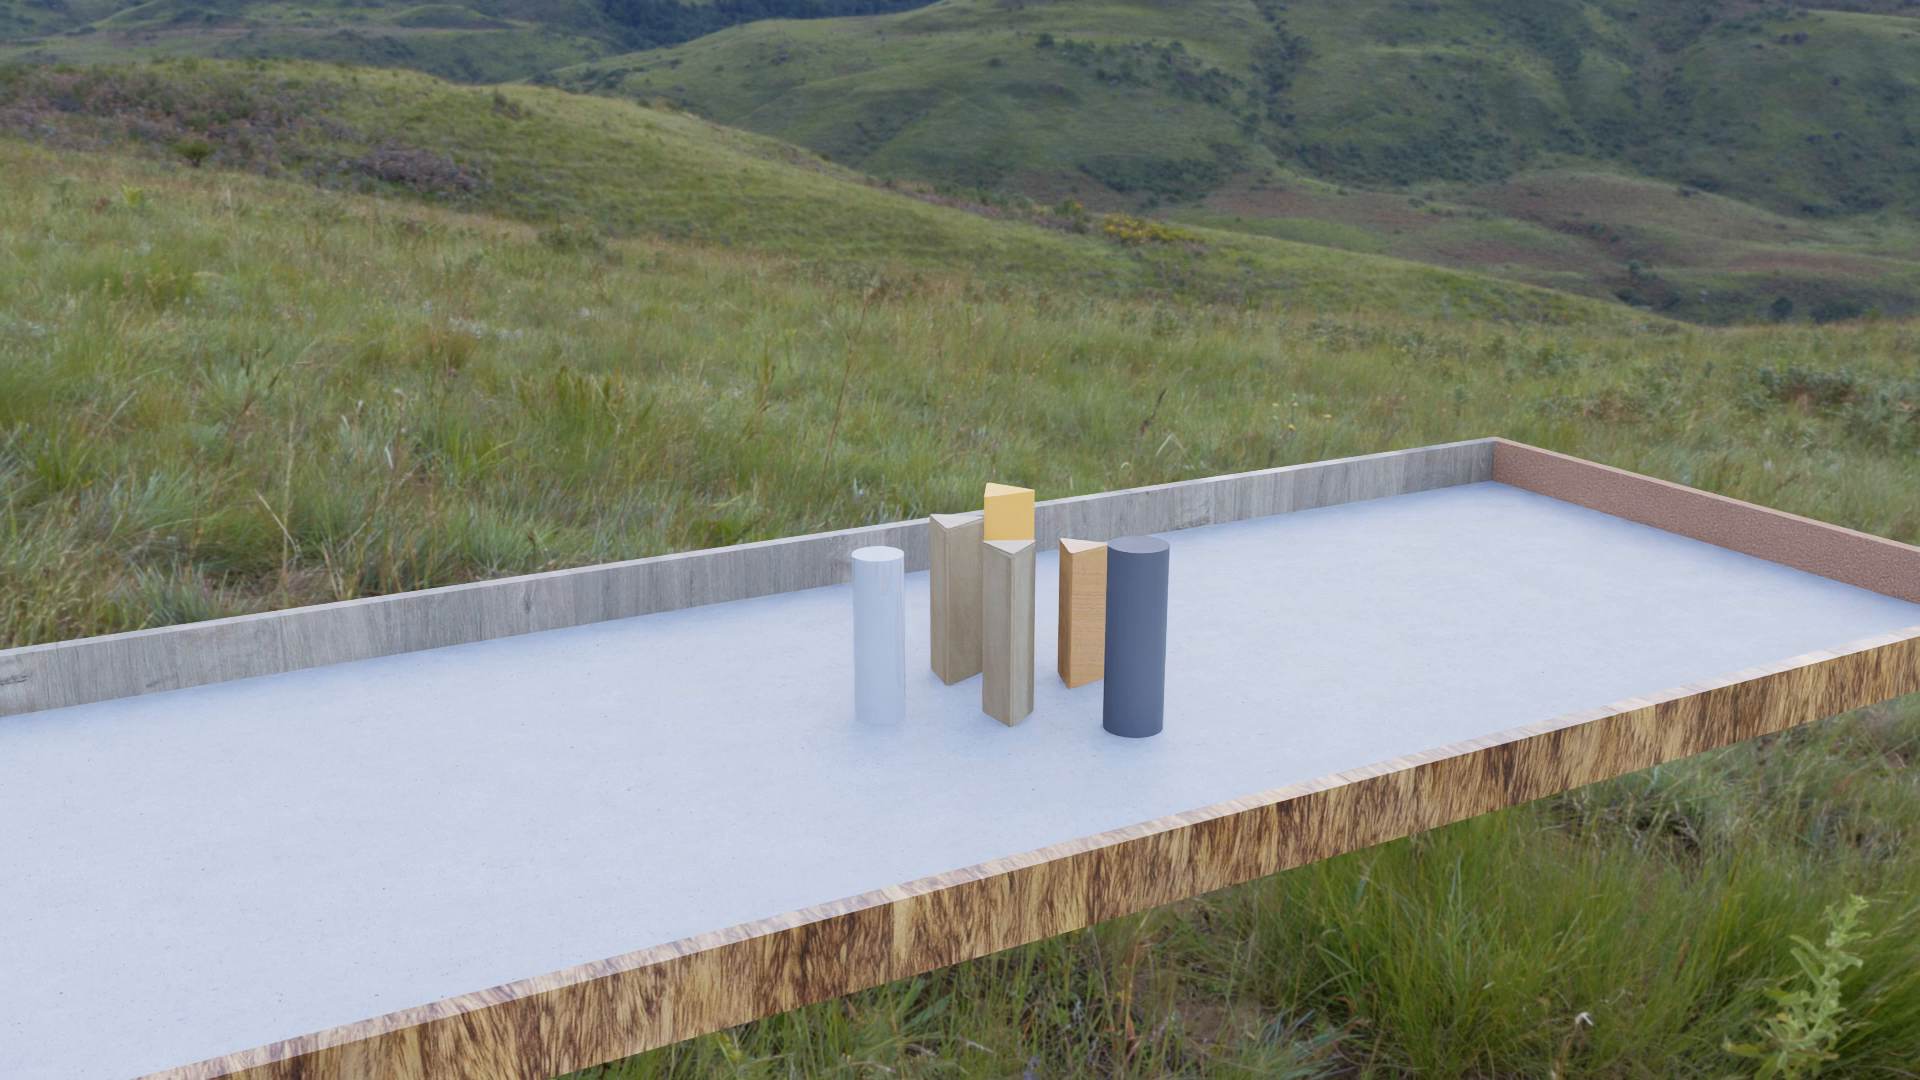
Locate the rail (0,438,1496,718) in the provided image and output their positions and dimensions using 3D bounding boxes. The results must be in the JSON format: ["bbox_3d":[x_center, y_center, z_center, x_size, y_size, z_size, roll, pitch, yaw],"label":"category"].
[{"bbox_3d":[-3.305,0.497,3.399,12.000,0.150,0.050,-9,18,-27],"label":"rail"}]

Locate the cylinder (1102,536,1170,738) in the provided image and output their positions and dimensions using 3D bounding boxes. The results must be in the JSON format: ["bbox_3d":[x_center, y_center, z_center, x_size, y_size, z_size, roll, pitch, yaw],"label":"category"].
[{"bbox_3d":[0.405,0.223,3.807,0.141,0.445,0.141,0,16,0],"label":"cylinder"}]

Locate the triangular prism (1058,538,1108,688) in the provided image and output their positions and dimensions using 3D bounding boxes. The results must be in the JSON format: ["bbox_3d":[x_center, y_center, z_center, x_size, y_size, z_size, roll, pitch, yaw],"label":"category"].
[{"bbox_3d":[0.286,0.177,4.126,0.129,0.353,0.112,-12,20,-36],"label":"triangular prism"}]

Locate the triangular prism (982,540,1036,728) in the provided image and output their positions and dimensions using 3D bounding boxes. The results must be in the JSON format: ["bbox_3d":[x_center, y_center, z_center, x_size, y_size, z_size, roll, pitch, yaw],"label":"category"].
[{"bbox_3d":[0.131,0.213,3.878,0.105,0.425,0.121,-10,19,-32],"label":"triangular prism"}]

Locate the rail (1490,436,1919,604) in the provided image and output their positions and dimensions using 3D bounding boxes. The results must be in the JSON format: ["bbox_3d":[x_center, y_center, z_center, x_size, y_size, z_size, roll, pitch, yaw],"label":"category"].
[{"bbox_3d":[2.466,-0.048,5.253,0.050,0.150,2.100,-9,18,-27],"label":"rail"}]

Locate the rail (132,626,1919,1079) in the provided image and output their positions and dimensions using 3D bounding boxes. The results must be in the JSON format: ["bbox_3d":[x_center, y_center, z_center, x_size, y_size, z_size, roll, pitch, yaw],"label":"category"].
[{"bbox_3d":[-2.336,1.006,1.665,12.000,0.150,0.050,-9,18,-27],"label":"rail"}]

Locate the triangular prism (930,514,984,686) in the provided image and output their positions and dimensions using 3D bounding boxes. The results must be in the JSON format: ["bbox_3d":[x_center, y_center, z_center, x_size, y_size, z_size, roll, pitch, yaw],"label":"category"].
[{"bbox_3d":[-0.030,0.143,4.145,0.117,0.409,0.135,14,21,39],"label":"triangular prism"}]

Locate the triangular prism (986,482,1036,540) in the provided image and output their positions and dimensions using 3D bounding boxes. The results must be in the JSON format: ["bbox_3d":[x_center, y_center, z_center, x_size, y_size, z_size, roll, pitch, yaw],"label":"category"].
[{"bbox_3d":[0.102,0.067,4.379,0.145,0.422,0.126,-8,18,-26],"label":"triangular prism"}]

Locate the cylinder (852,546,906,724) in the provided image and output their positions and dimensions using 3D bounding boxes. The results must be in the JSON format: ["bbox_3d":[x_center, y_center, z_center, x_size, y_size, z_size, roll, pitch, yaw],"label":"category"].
[{"bbox_3d":[-0.190,0.224,3.881,0.123,0.401,0.123,0,16,0],"label":"cylinder"}]
